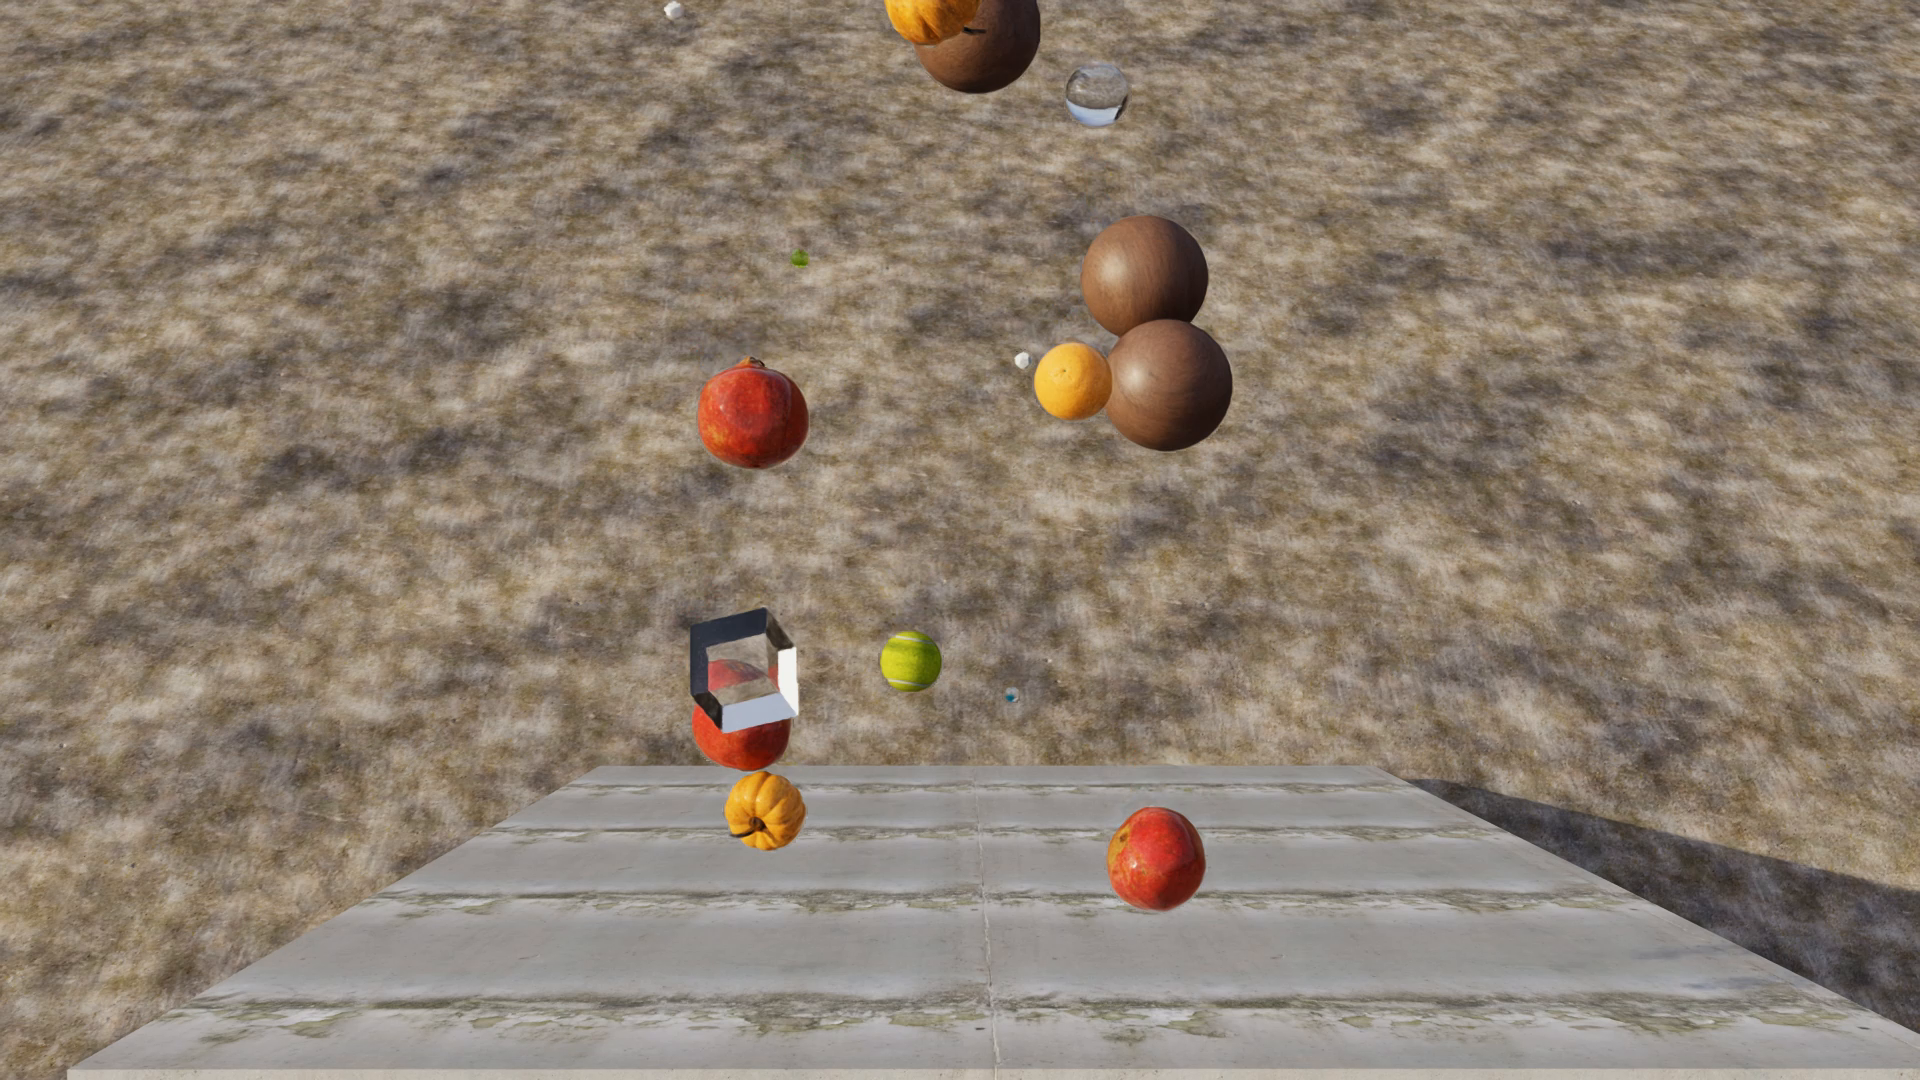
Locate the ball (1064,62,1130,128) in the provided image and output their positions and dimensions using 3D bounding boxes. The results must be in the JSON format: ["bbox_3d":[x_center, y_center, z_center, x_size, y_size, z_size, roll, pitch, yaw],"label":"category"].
[{"bbox_3d":[0.132,-0.428,2.486,0.062,0.062,0.062,0,31,0],"label":"ball"}]

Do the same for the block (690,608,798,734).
[{"bbox_3d":[-0.214,0.130,2.571,0.081,0.081,0.081,-14,54,13],"label":"block"}]

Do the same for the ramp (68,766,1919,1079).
[{"bbox_3d":[0.070,0.617,4.695,2.000,0.100,4.000,0,0,0],"label":"ramp"}]
